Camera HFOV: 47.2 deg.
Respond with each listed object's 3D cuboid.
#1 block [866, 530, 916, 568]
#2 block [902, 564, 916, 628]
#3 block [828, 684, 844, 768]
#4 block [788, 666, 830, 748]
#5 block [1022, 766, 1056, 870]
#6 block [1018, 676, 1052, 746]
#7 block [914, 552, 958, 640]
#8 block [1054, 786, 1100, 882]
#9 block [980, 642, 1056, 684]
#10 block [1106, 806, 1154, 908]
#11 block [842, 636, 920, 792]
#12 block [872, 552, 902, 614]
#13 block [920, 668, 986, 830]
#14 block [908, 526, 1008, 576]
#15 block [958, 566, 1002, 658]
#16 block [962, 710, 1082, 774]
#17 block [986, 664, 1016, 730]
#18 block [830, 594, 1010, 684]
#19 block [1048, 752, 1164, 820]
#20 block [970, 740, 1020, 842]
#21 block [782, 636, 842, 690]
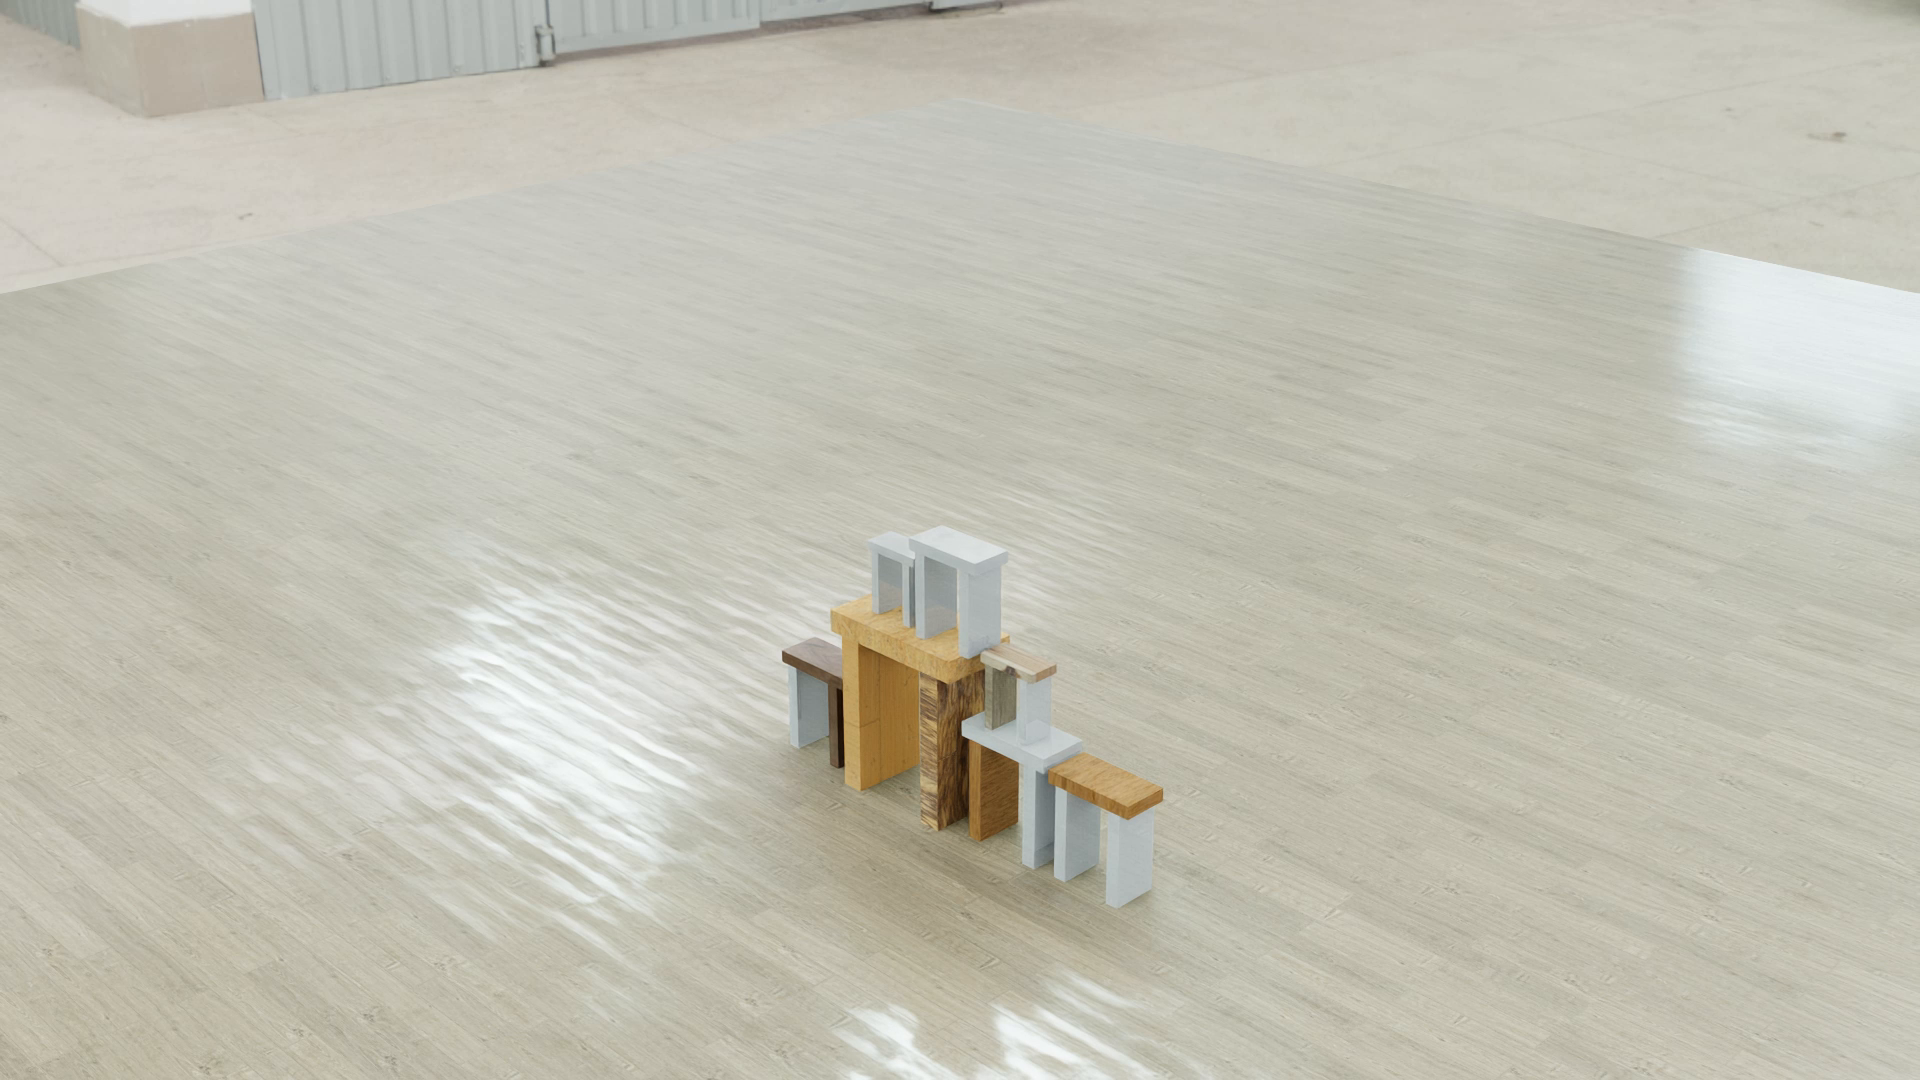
[{"bbox_3d":[-0.114,0.018,4.358,0.134,0.019,0.067,21,31,41],"label":"block"},{"bbox_3d":[-0.083,0.101,4.359,0.019,0.134,0.067,21,31,41],"label":"block"},{"bbox_3d":[-0.231,0.377,4.629,0.027,0.191,0.095,21,31,41],"label":"block"},{"bbox_3d":[-0.321,0.342,4.711,0.027,0.191,0.095,21,31,41],"label":"block"},{"bbox_3d":[0.171,0.518,4.260,0.031,0.219,0.109,21,31,41],"label":"block"},{"bbox_3d":[0.143,0.318,4.197,0.019,0.136,0.068,21,31,41],"label":"block"},{"bbox_3d":[-0.046,0.097,4.309,0.025,0.180,0.090,21,31,41],"label":"block"},{"bbox_3d":[0.226,0.547,4.217,0.028,0.199,0.099,21,31,41],"label":"block"},{"bbox_3d":[0.111,0.234,4.196,0.068,0.019,0.136,-21,31,-41],"label":"block"},{"bbox_3d":[0.320,0.583,4.131,0.028,0.199,0.099,21,31,41],"label":"block"},{"bbox_3d":[-0.162,0.333,4.542,0.048,0.339,0.170,21,31,41],"label":"block"},{"bbox_3d":[-0.146,0.076,4.417,0.019,0.134,0.067,21,31,41],"label":"block"},{"bbox_3d":[-0.002,0.395,4.395,0.048,0.339,0.170,21,31,41],"label":"block"},{"bbox_3d":[-0.004,0.019,4.230,0.180,0.025,0.090,21,31,41],"label":"block"},{"bbox_3d":[0.039,0.130,4.231,0.025,0.180,0.090,21,31,41],"label":"block"},{"bbox_3d":[0.119,0.383,4.259,0.219,0.031,0.109,21,31,41],"label":"block"},{"bbox_3d":[0.079,0.293,4.256,0.019,0.136,0.068,21,31,41],"label":"block"},{"bbox_3d":[-0.082,0.186,4.393,0.339,0.048,0.170,21,31,41],"label":"block"},{"bbox_3d":[0.273,0.461,4.130,0.199,0.028,0.099,21,31,41],"label":"block"},{"bbox_3d":[0.068,0.478,4.355,0.031,0.219,0.109,21,31,41],"label":"block"},{"bbox_3d":[-0.276,0.259,4.627,0.191,0.027,0.095,21,31,41],"label":"block"}]
